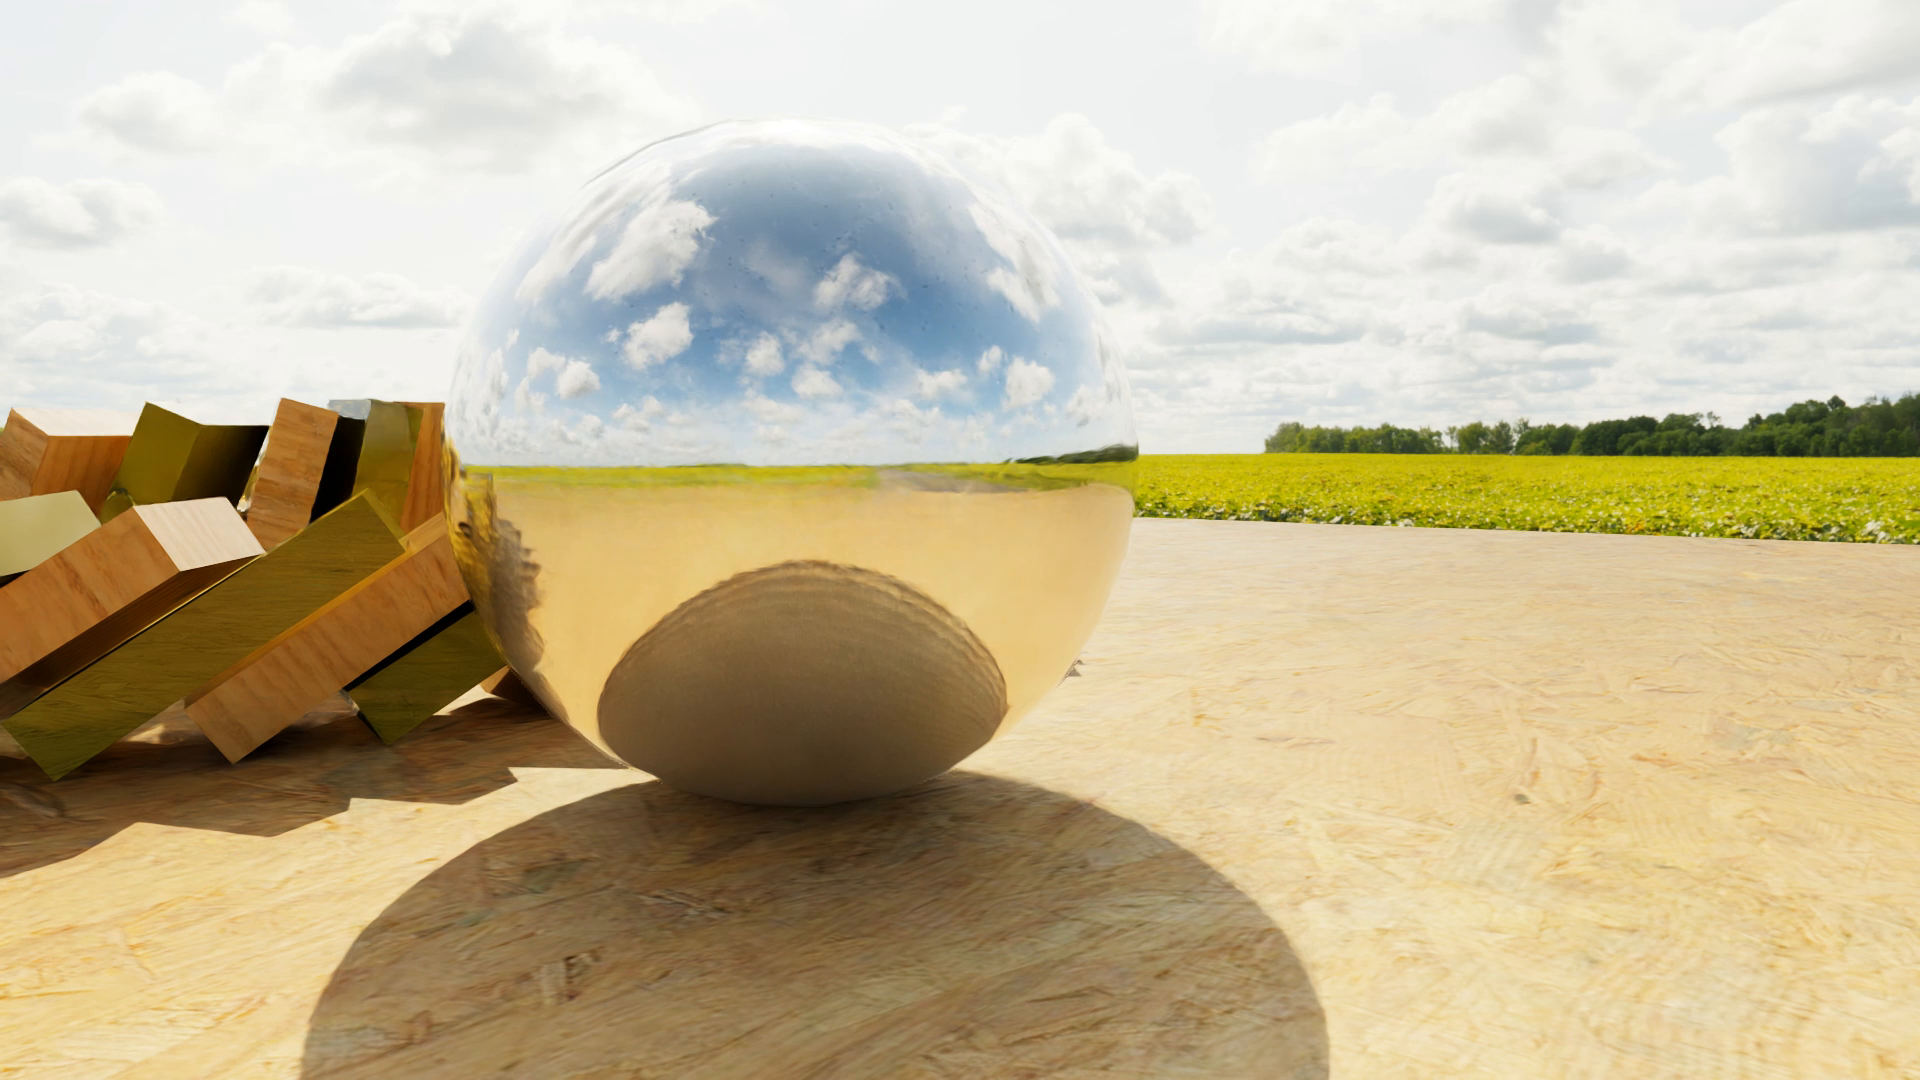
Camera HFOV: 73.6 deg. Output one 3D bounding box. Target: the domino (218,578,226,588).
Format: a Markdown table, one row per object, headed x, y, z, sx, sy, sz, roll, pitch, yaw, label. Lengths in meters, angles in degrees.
| x | y | z | sx | sy | sz | roll | pitch | yaw | label |
| --- | --- | --- | --- | --- | --- | --- | --- | --- | --- |
| -0.200 | 0.001 | 0.328 | 0.025 | 0.009 | 0.050 | 5 | -26 | 47 | domino |

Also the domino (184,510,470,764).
| x | y | z | sx | sy | sz | roll | pitch | yaw | label |
| --- | --- | --- | --- | --- | --- | --- | --- | --- | --- |
| -0.087 | 0.010 | 0.189 | 0.050 | 0.010 | 0.025 | -39 | 21 | -21 | domino |

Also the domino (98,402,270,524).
| x | y | z | sx | sy | sz | roll | pitch | yaw | label |
| --- | --- | --- | --- | --- | --- | --- | --- | --- | --- |
| -0.142 | 0.001 | 0.228 | 0.010 | 0.050 | 0.025 | 24 | 3 | -6 | domino |

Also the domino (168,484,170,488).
| x | y | z | sx | sy | sz | roll | pitch | yaw | label |
| --- | --- | --- | --- | --- | --- | --- | --- | --- | --- |
| -0.233 | -0.006 | 0.387 | 0.050 | 0.010 | 0.025 | 44 | -21 | -28 | domino |

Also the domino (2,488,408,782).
| x | y | z | sx | sy | sz | roll | pitch | yaw | label |
| --- | --- | --- | --- | --- | --- | --- | --- | --- | --- |
| -0.102 | 0.011 | 0.179 | 0.050 | 0.010 | 0.025 | -37 | 17 | -16 | domino |

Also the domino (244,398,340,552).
| x | y | z | sx | sy | sz | roll | pitch | yaw | label |
| --- | --- | --- | --- | --- | --- | --- | --- | --- | --- |
| -0.127 | -0.001 | 0.237 | 0.009 | 0.050 | 0.025 | 16 | -4 | -30 | domino |

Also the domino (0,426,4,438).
| x | y | z | sx | sy | sz | roll | pitch | yaw | label |
| --- | --- | --- | --- | --- | --- | --- | --- | --- | --- |
| -0.177 | 0.003 | 0.230 | 0.009 | 0.050 | 0.025 | 45 | 27 | 25 | domino |

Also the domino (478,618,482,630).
| x | y | z | sx | sy | sz | roll | pitch | yaw | label |
| --- | --- | --- | --- | --- | --- | --- | --- | --- | --- |
| -0.116 | -0.004 | 0.283 | 0.025 | 0.050 | 0.009 | -3 | 4 | -38 | domino |

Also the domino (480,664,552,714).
| x | y | z | sx | sy | sz | roll | pitch | yaw | label |
| --- | --- | --- | --- | --- | --- | --- | --- | --- | --- |
| -0.058 | 0.008 | 0.219 | 0.025 | 0.010 | 0.050 | 7 | 40 | 41 | domino |

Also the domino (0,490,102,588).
| x | y | z | sx | sy | sz | roll | pitch | yaw | label |
| --- | --- | --- | --- | --- | --- | --- | --- | --- | --- |
| -0.137 | 0.012 | 0.163 | 0.050 | 0.009 | 0.025 | -32 | 6 | 7 | domino |

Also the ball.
| x | y | z | sx | sy | sz | roll | pitch | yaw | label |
| --- | --- | --- | --- | --- | --- | --- | --- | --- | --- |
| -0.019 | -0.009 | 0.153 | 0.080 | 0.080 | 0.080 | 0 | 4 | 0 | ball |

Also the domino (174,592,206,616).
| x | y | z | sx | sy | sz | roll | pitch | yaw | label |
| --- | --- | --- | --- | --- | --- | --- | --- | --- | --- |
| -0.211 | 0.001 | 0.309 | 0.025 | 0.010 | 0.050 | 3 | -29 | 35 | domino |

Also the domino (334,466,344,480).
| x | y | z | sx | sy | sz | roll | pitch | yaw | label |
| --- | --- | --- | --- | --- | --- | --- | --- | --- | --- |
| -0.175 | -0.008 | 0.417 | 0.050 | 0.009 | 0.025 | 39 | -1 | -8 | domino |

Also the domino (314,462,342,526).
| x | y | z | sx | sy | sz | roll | pitch | yaw | label |
| --- | --- | --- | --- | --- | --- | --- | --- | --- | --- |
| -0.191 | -0.008 | 0.412 | 0.050 | 0.009 | 0.025 | 40 | -6 | -12 | domino |

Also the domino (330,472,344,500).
| x | y | z | sx | sy | sz | roll | pitch | yaw | label |
| --- | --- | --- | --- | --- | --- | --- | --- | --- | --- |
| -0.146 | -0.003 | 0.358 | 0.050 | 0.010 | 0.025 | 36 | 1 | -3 | domino |

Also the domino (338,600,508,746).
| x | y | z | sx | sy | sz | roll | pitch | yaw | label |
| --- | --- | --- | --- | --- | --- | --- | --- | --- | --- |
| -0.072 | 0.011 | 0.201 | 0.050 | 0.009 | 0.025 | -37 | 23 | -26 | domino |

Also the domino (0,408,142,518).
| x | y | z | sx | sy | sz | roll | pitch | yaw | label |
| --- | --- | --- | --- | --- | --- | --- | --- | --- | --- |
| -0.159 | 0.001 | 0.226 | 0.010 | 0.050 | 0.025 | 31 | 13 | 14 | domino |

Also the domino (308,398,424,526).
| x | y | z | sx | sy | sz | roll | pitch | yaw | label |
| --- | --- | --- | --- | --- | --- | --- | --- | --- | --- |
| -0.117 | -0.001 | 0.246 | 0.010 | 0.050 | 0.025 | 14 | -6 | -43 | domino |

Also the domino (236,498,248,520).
| x | y | z | sx | sy | sz | roll | pitch | yaw | label |
| --- | --- | --- | --- | --- | --- | --- | --- | --- | --- |
| -0.186 | 0.000 | 0.347 | 0.050 | 0.010 | 0.025 | 29 | -7 | -16 | domino |

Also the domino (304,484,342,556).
| x | y | z | sx | sy | sz | roll | pitch | yaw | label |
| --- | --- | --- | --- | --- | --- | --- | --- | --- | --- |
| -0.164 | 0.000 | 0.356 | 0.050 | 0.009 | 0.025 | 28 | 2 | -6 | domino |

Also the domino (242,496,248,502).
| x | y | z | sx | sy | sz | roll | pitch | yaw | label |
| --- | --- | --- | --- | --- | --- | --- | --- | --- | --- |
| -0.220 | -0.007 | 0.397 | 0.050 | 0.009 | 0.025 | 42 | -14 | -21 | domino |

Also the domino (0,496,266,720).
| x | y | z | sx | sy | sz | roll | pitch | yaw | label |
| --- | --- | --- | --- | --- | --- | --- | --- | --- | --- |
| -0.121 | 0.012 | 0.168 | 0.050 | 0.009 | 0.025 | -33 | 7 | -3 | domino |

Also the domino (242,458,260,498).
| x | y | z | sx | sy | sz | roll | pitch | yaw | label |
| --- | --- | --- | --- | --- | --- | --- | --- | --- | --- |
| -0.207 | -0.008 | 0.404 | 0.050 | 0.010 | 0.025 | 41 | -12 | -17 | domino |

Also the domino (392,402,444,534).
| x | y | z | sx | sy | sz | roll | pitch | yaw | label |
| --- | --- | --- | --- | --- | --- | --- | --- | --- | --- |
| -0.112 | -0.003 | 0.263 | 0.025 | 0.050 | 0.010 | 1 | -2 | 7 | domino |
